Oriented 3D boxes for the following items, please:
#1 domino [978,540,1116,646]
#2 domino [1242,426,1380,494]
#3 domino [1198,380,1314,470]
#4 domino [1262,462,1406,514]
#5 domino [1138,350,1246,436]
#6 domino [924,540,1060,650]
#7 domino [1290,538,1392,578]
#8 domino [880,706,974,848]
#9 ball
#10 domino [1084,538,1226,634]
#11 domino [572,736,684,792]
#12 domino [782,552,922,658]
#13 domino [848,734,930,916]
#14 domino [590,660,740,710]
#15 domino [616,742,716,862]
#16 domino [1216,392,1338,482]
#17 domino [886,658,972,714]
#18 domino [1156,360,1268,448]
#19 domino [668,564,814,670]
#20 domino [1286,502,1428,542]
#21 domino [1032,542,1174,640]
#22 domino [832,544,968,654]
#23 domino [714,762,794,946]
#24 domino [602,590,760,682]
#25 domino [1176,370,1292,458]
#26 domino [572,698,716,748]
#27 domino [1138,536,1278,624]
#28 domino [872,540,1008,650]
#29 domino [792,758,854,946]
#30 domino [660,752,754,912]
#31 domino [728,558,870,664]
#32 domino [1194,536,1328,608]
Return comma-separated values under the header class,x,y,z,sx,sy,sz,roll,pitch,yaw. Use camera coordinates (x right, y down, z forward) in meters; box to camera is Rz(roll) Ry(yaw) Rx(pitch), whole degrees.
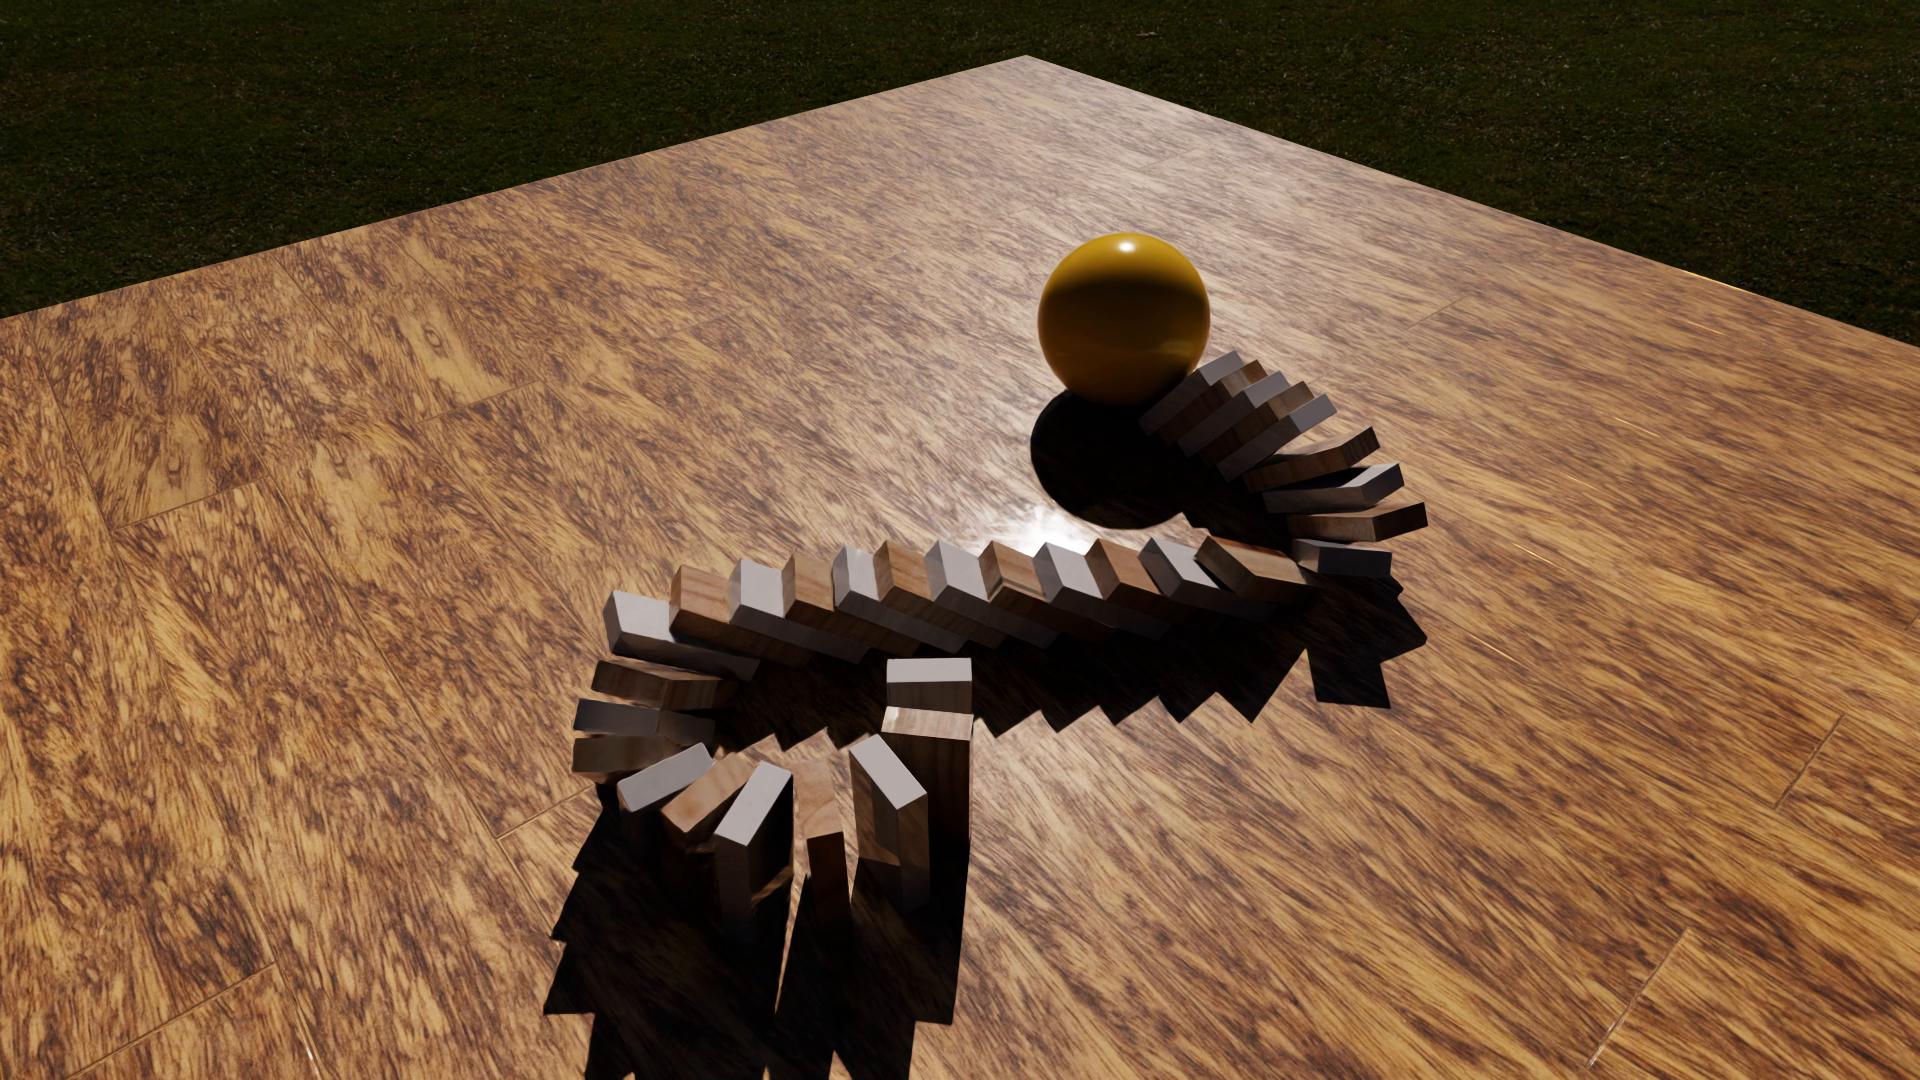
class,x,y,z,sx,sy,sz,roll,pitch,yaw
domino,0.032,0.020,0.400,0.050,0.010,0.025,22,32,-26
domino,0.146,-0.033,0.458,0.025,0.010,0.050,-28,7,-36
domino,0.127,-0.049,0.474,0.025,0.050,0.010,-29,83,-30
domino,0.151,-0.021,0.448,0.025,0.009,0.050,-27,13,-29
domino,0.103,-0.065,0.494,0.025,0.050,0.009,-29,83,-30
domino,0.012,0.020,0.398,0.050,0.009,0.025,24,31,-27
domino,0.142,0.006,0.414,0.025,0.009,0.050,5,4,6
domino,-0.009,0.071,0.325,0.025,0.050,0.010,5,40,6
ball,0.076,-0.102,0.512,0.080,0.080,0.080,0,39,0
domino,0.072,0.017,0.404,0.050,0.010,0.025,18,32,-28
domino,-0.096,0.068,0.330,0.025,0.050,0.010,-1,70,-1
domino,-0.039,0.024,0.395,0.050,0.010,0.025,21,32,-25
domino,-0.020,0.081,0.312,0.009,0.050,0.025,-24,45,-26
domino,-0.095,0.047,0.360,0.025,0.050,0.009,13,85,15
domino,-0.085,0.077,0.318,0.025,0.050,0.009,-24,68,-26
domino,0.134,-0.043,0.467,0.025,0.050,0.009,-29,83,-30
domino,-0.009,0.058,0.341,0.025,0.050,0.009,-1,39,-1
domino,0.111,-0.060,0.488,0.025,0.050,0.009,-29,83,-30
domino,-0.077,0.027,0.389,0.050,0.010,0.025,21,29,-25
domino,0.154,-0.008,0.431,0.025,0.010,0.050,-15,7,-20
domino,0.052,0.019,0.401,0.050,0.010,0.025,19,32,-27
domino,-0.021,0.021,0.396,0.050,0.009,0.025,24,31,-27
domino,-0.056,0.087,0.304,0.009,0.050,0.025,18,42,12
domino,-0.096,0.033,0.381,0.050,0.010,0.025,17,22,-33
domino,0.119,-0.054,0.481,0.025,0.050,0.009,-29,83,-30
domino,-0.097,0.058,0.345,0.025,0.050,0.010,7,78,8
domino,0.092,0.015,0.406,0.050,0.009,0.025,15,30,-32
domino,-0.007,0.020,0.396,0.050,0.009,0.025,24,31,-27
domino,-0.038,0.087,0.305,0.009,0.050,0.025,-10,40,-12
domino,-0.071,0.083,0.310,0.010,0.050,0.025,38,51,18
domino,-0.057,0.025,0.393,0.050,0.009,0.025,21,31,-25
domino,0.112,0.012,0.409,0.050,0.010,0.025,10,28,-42
